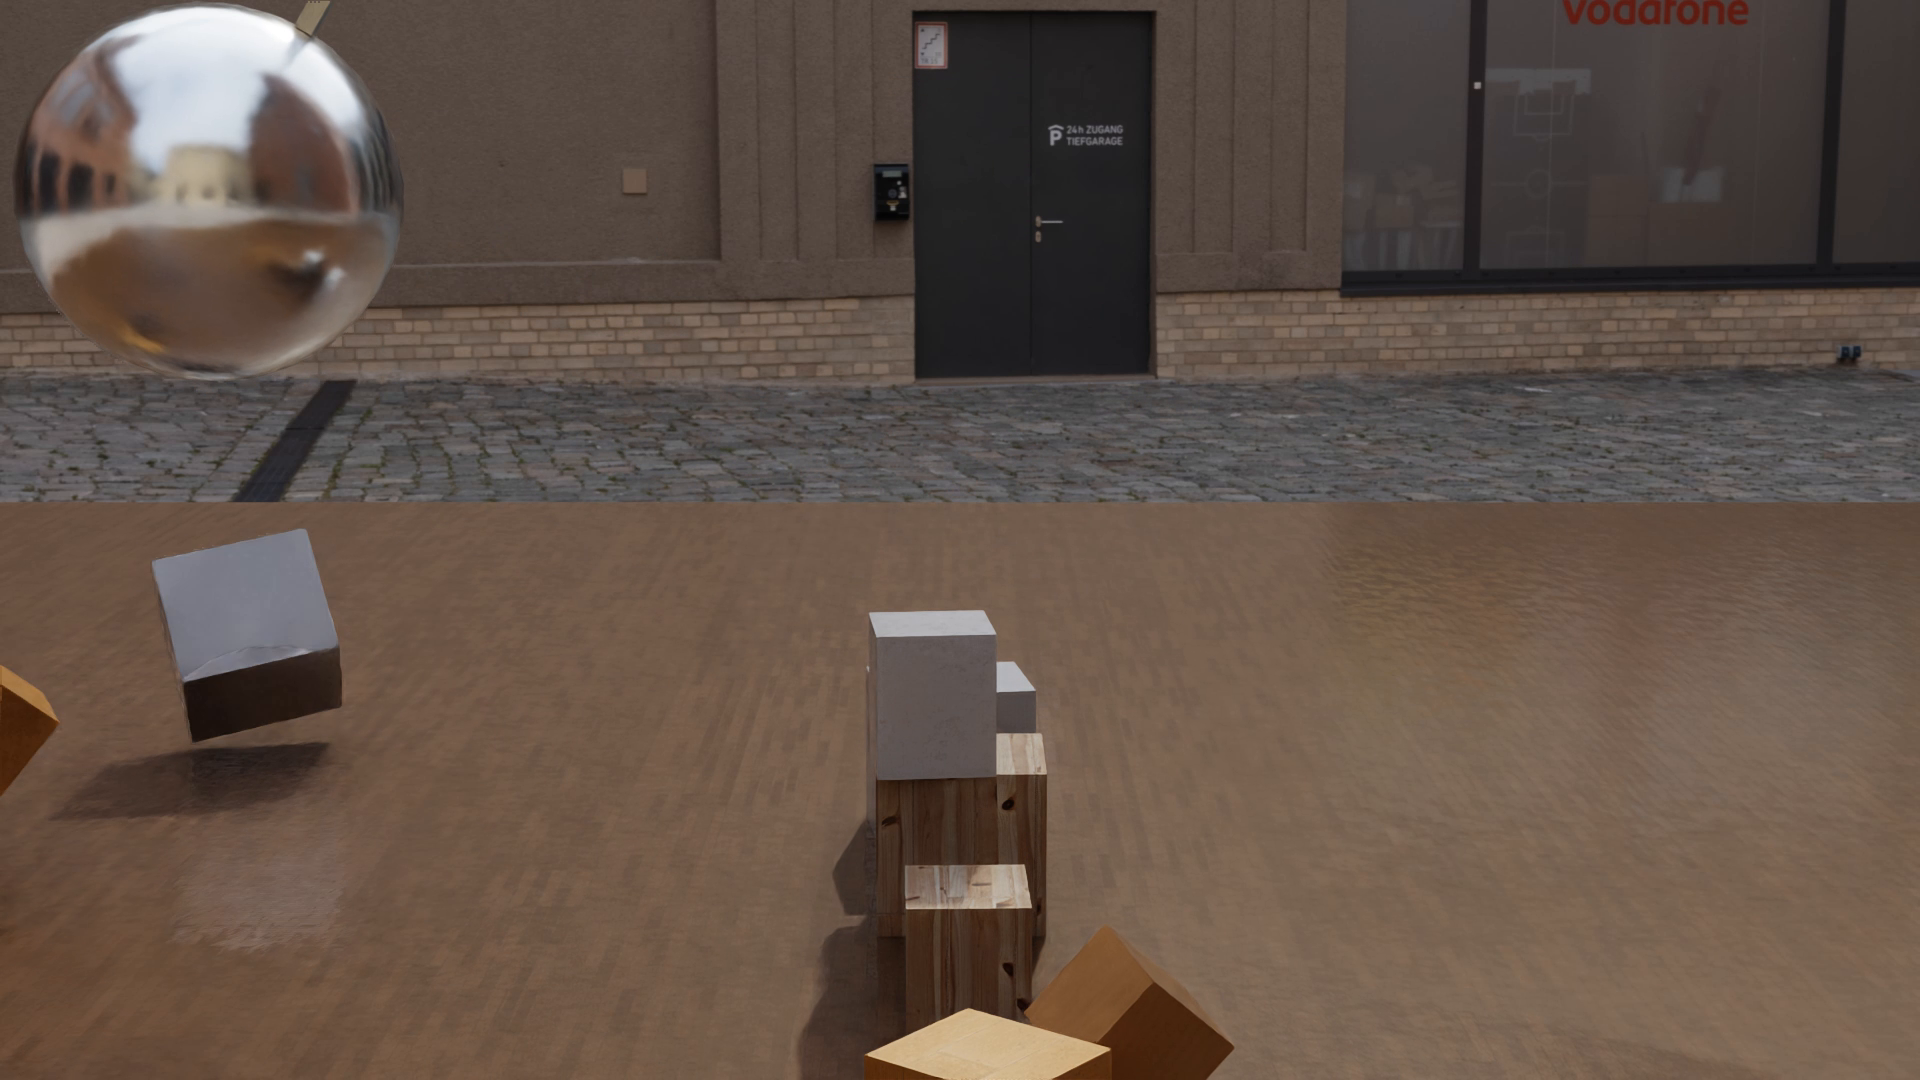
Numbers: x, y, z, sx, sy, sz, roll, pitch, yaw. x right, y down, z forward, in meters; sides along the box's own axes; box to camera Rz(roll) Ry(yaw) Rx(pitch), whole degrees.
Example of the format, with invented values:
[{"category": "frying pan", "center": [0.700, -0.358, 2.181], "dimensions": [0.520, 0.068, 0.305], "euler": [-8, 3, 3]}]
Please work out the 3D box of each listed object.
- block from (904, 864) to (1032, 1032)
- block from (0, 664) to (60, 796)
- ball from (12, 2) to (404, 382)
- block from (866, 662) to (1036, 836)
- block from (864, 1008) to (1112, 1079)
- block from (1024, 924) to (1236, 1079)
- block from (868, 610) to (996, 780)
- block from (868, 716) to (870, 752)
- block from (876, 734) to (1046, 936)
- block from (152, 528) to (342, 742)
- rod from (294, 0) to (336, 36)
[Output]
[{"category": "block", "center": [0.026, 1.544, 9.740], "dimensions": [0.465, 0.478, 0.531], "euler": [0, 10, -1]}, {"category": "block", "center": [-4.513, 0.861, 11.442], "dimensions": [0.579, 0.681, 0.540], "euler": [41, -8, -28]}, {"category": "ball", "center": [-3.180, -1.474, 10.912], "dimensions": [1.600, 1.600, 1.600], "euler": [0, 10, 0]}, {"category": "block", "center": [-0.050, 1.004, 11.994], "dimensions": [0.714, 0.733, 0.599], "euler": [-2, 10, -8]}, {"category": "block", "center": [0.090, 1.843, 8.138], "dimensions": [0.581, 0.463, 0.525], "euler": [8, 13, 38]}, {"category": "block", "center": [0.568, 1.651, 8.651], "dimensions": [0.433, 0.414, 0.416], "euler": [42, 2, -28]}, {"category": "block", "center": [-0.117, 0.633, 10.573], "dimensions": [0.484, 0.592, 0.476], "euler": [-1, 10, -6]}, {"category": "block", "center": [-0.134, 0.658, 11.222], "dimensions": [0.448, 0.430, 0.468], "euler": [6, -29, -11]}, {"category": "block", "center": [0.006, 1.236, 10.841], "dimensions": [0.697, 0.690, 0.657], "euler": [0, 10, 0]}, {"category": "block", "center": [-3.746, 0.503, 13.517], "dimensions": [0.794, 0.728, 0.706], "euler": [-13, -26, -19]}, {"category": "rod", "center": [-1.378, -4.311, 10.397], "dimensions": [0.080, 5.200, 0.080], "euler": [32, 9, -5]}]
